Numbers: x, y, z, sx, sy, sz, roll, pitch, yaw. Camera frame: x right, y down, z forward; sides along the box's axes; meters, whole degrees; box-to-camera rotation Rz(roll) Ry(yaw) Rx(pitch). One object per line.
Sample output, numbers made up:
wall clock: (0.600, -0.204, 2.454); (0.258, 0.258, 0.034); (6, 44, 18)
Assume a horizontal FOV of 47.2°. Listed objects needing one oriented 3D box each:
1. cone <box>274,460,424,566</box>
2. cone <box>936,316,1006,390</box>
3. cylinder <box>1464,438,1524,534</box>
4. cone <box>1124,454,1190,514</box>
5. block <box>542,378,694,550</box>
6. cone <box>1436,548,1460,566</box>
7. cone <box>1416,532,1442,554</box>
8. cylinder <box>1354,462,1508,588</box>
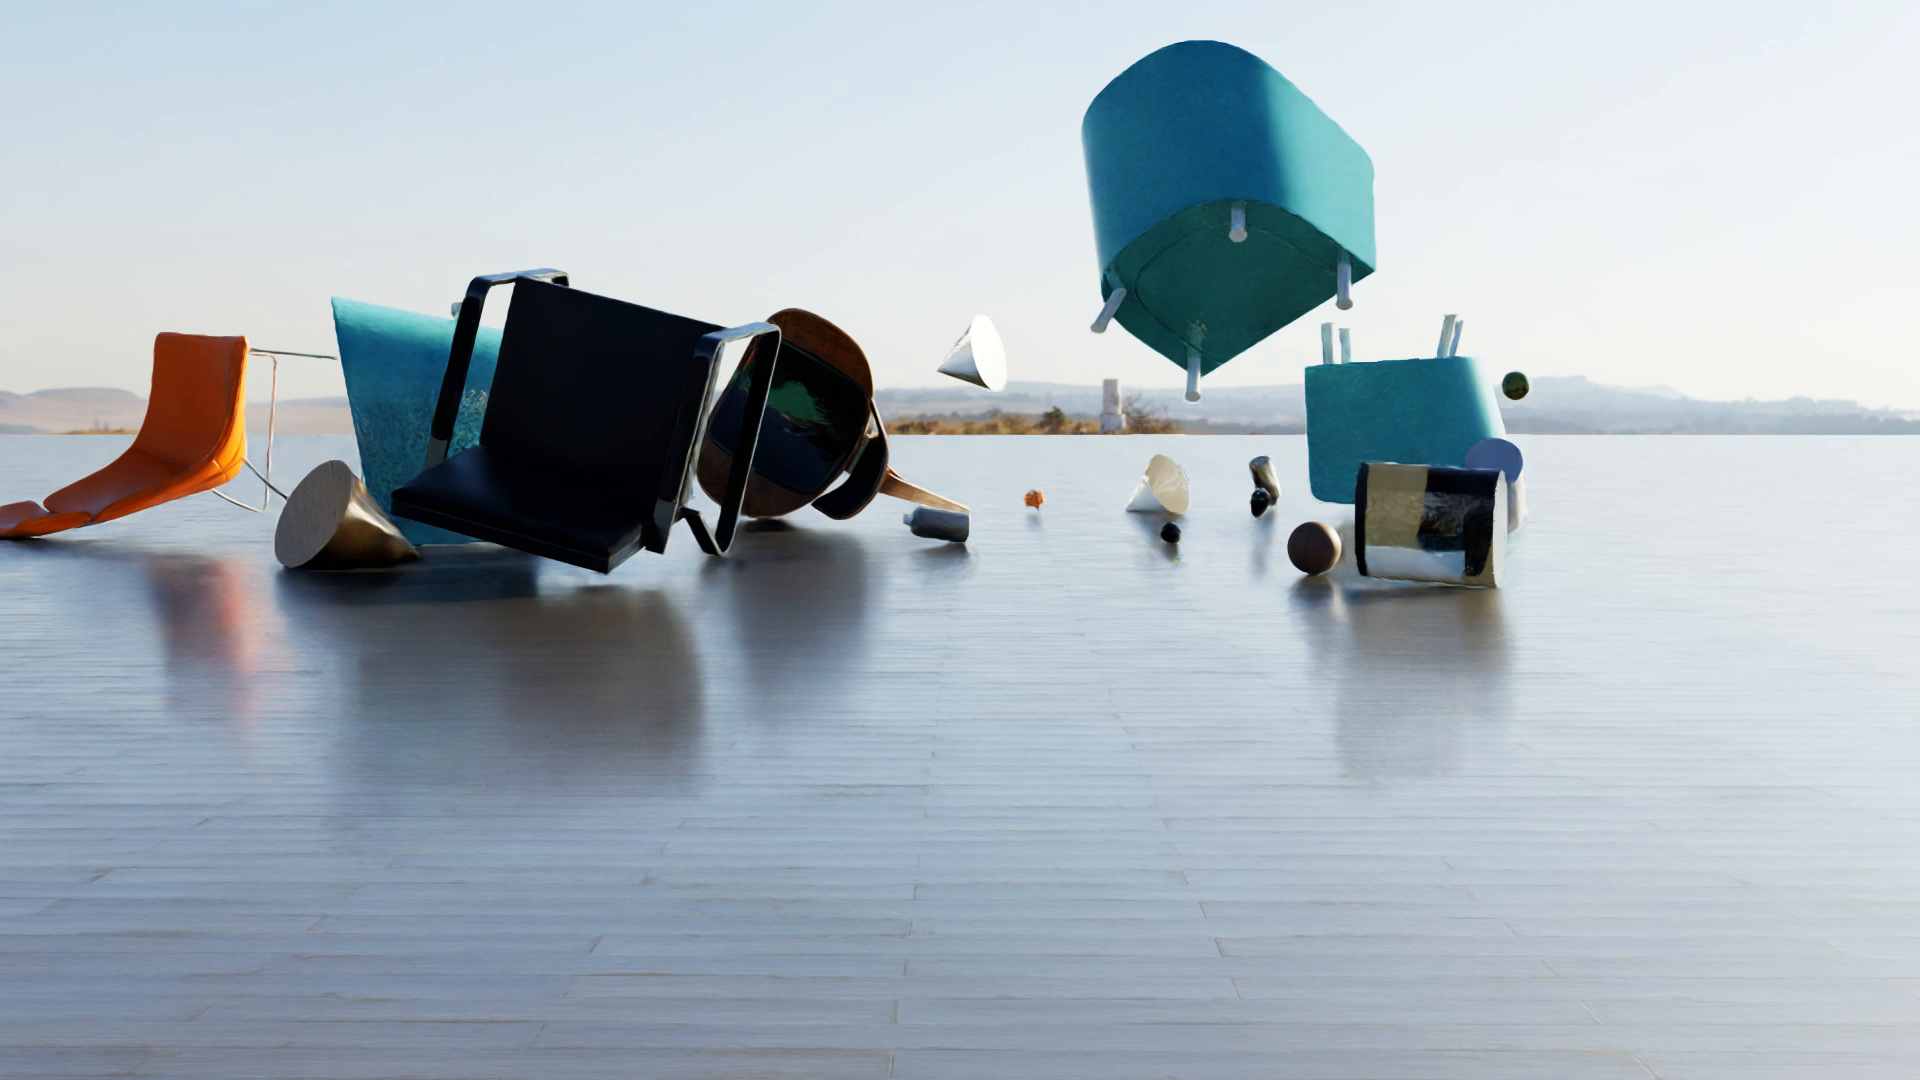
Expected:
cone: (-1.527, -0.008, 5.682); (0.320, 0.276, 0.348); (-36, -41, 25)
cone: (0.007, -0.670, 8.276); (0.234, 0.312, 0.267); (-16, -39, 26)
cylinder: (1.237, -0.121, 5.083); (0.131, 0.164, 0.160); (-3, 48, 13)
cone: (0.681, -0.155, 8.029); (0.211, 0.242, 0.231); (24, -40, -33)
block: (-0.949, -0.212, 6.127); (0.256, 0.343, 0.272); (-36, 18, 4)
cone: (1.234, 0.054, 5.597); (0.062, 0.047, 0.063); (12, -18, -1)
cone: (1.262, -0.007, 5.859); (0.084, 0.076, 0.047); (9, -42, -27)
cylinder: (1.067, -0.035, 4.977); (0.308, 0.289, 0.191); (5, 34, 22)
